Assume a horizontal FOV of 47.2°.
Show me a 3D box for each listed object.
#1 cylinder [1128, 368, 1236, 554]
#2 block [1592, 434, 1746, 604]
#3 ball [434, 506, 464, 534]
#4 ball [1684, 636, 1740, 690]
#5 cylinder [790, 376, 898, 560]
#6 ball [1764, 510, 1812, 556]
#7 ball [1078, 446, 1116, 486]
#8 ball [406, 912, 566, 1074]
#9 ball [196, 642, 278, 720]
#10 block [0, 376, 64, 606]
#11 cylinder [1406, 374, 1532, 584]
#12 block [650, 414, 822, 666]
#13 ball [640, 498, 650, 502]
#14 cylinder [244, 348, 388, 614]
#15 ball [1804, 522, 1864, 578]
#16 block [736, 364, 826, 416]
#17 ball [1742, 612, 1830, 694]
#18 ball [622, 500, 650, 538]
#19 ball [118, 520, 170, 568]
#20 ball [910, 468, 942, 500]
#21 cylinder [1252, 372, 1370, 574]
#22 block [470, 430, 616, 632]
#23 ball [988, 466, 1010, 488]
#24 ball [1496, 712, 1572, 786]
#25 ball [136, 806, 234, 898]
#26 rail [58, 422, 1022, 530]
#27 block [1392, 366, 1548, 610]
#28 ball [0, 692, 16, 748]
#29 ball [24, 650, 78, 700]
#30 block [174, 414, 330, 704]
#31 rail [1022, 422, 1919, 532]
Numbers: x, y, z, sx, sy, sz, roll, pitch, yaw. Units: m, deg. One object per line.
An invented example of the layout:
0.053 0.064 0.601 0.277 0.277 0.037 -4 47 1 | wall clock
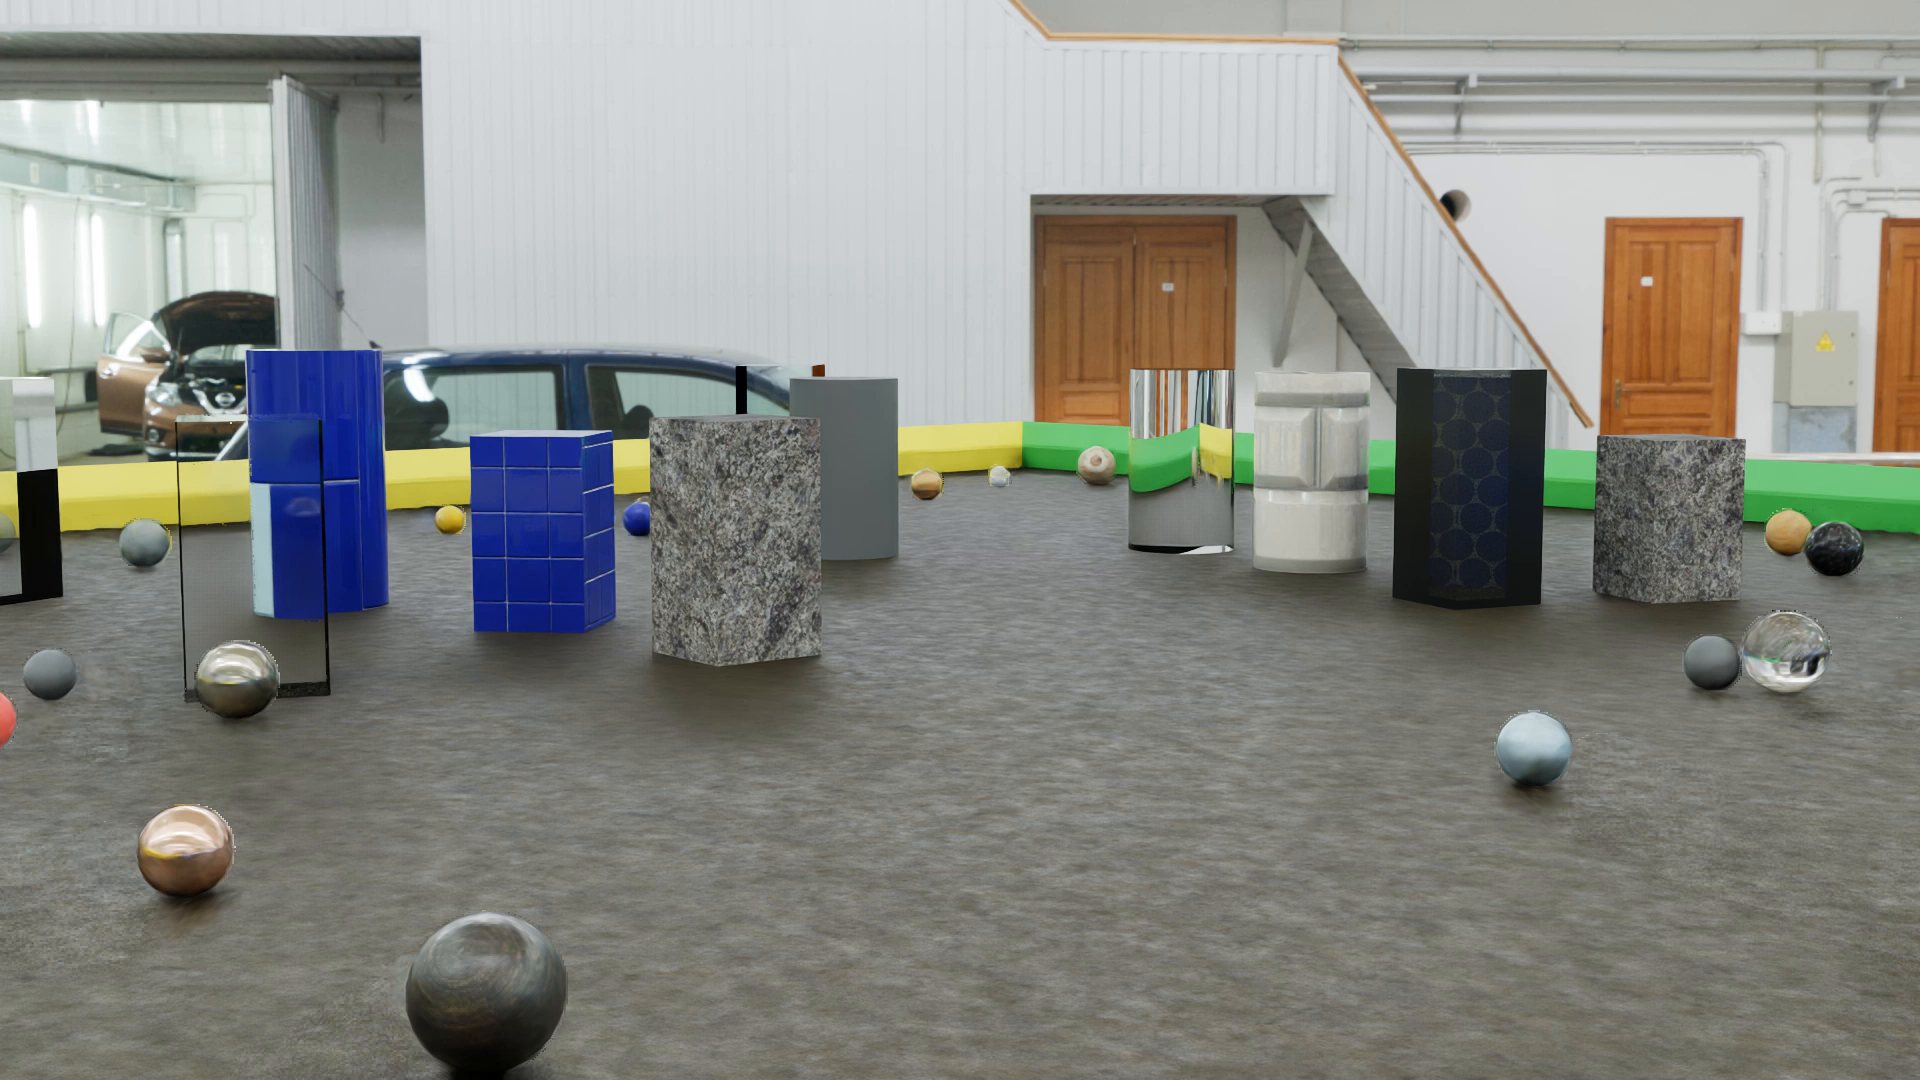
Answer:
0.416 -0.152 4.122 0.199 0.336 0.199 0 6 0 | cylinder
1.108 -0.037 3.441 0.159 0.248 0.159 -2 6 -17 | block
-1.017 -0.039 4.382 0.058 0.058 0.058 0 6 0 | ball
0.886 0.145 2.589 0.064 0.064 0.064 0 6 0 | ball
-0.212 -0.135 4.027 0.199 0.322 0.199 0 6 0 | cylinder
1.512 -0.013 4.012 0.082 0.082 0.082 0 6 0 | ball
0.350 -0.190 5.633 0.099 0.099 0.099 0 6 0 | ball
-0.278 0.266 1.291 0.092 0.092 0.092 0 6 0 | ball
-0.791 0.153 2.404 0.085 0.085 0.085 0 6 0 | ball
-1.507 -0.077 3.382 0.159 0.341 0.159 3 7 25 | block
0.851 -0.107 3.685 0.199 0.338 0.199 0 6 0 | cylinder
-0.292 -0.005 2.855 0.159 0.307 0.159 -5 8 -39 | block
-0.628 -0.052 4.428 0.070 0.070 0.070 0 6 0 | ball
-0.969 -0.094 3.321 0.199 0.386 0.199 0 6 0 | cylinder
1.466 0.015 3.688 0.094 0.094 0.094 0 6 0 | ball
-0.376 -0.203 4.640 0.159 0.331 0.159 1 6 7 | block
0.964 0.131 2.567 0.096 0.096 0.096 0 6 0 | ball
-0.631 -0.041 4.342 0.073 0.073 0.073 0 6 0 | ball
-1.421 0.006 3.830 0.083 0.083 0.083 0 6 0 | ball
-0.079 -0.130 5.175 0.075 0.075 0.075 0 6 0 | ball
0.610 -0.121 3.821 0.199 0.338 0.199 0 6 0 | cylinder
-0.590 -0.015 3.122 0.159 0.272 0.159 1 6 7 | block
0.100 -0.159 5.547 0.054 0.054 0.054 0 6 0 | ball
0.539 0.197 2.067 0.069 0.069 0.069 0 6 0 | ball
-0.590 0.237 1.675 0.069 0.069 0.069 0 6 0 | ball
-1.384 -0.122 4.823 4.296 0.129 0.045 -5 8 -42 | rail
0.779 -0.084 3.368 0.159 0.357 0.159 -3 7 -24 | block
-0.986 0.181 2.208 0.070 0.070 0.070 0 6 0 | ball
-1.044 0.155 2.525 0.058 0.058 0.058 0 6 0 | ball
-0.832 0.016 2.587 0.159 0.320 0.159 -2 6 -18 | block
1.561 -0.116 4.765 0.045 0.129 4.128 -5 8 -42 | rail
